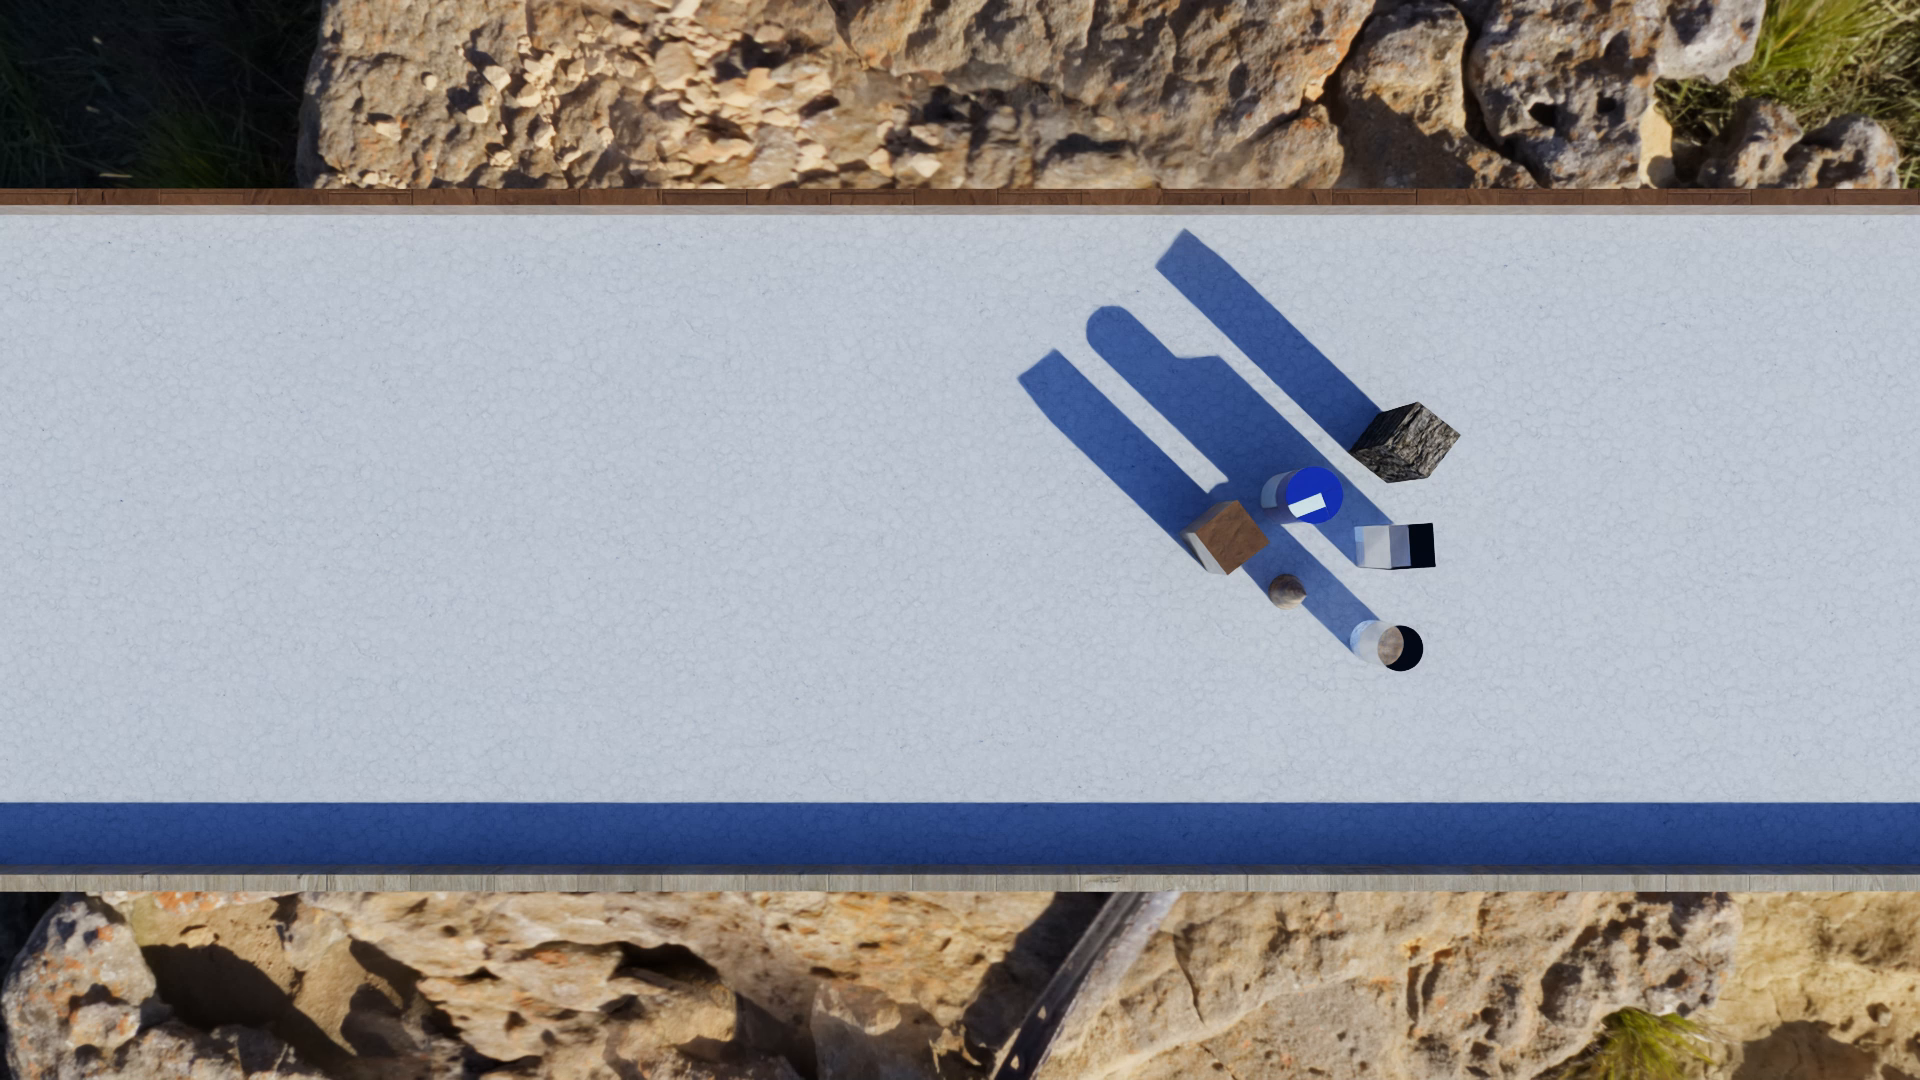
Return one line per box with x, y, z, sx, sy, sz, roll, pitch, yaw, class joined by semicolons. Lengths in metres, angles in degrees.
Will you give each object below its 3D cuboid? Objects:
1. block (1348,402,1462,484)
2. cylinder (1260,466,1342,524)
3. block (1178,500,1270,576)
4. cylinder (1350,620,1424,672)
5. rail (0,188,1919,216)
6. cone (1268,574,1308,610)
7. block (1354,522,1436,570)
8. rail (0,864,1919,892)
1.301;-0.282;4.855;0.154;0.443;0.154;38;90;0;block
1.006;-0.127;4.877;0.162;0.399;0.162;0;90;0;cylinder
0.778;-0.007;4.892;0.154;0.369;0.154;-38;90;0;block
1.267;0.312;4.912;0.134;0.330;0.134;0;90;0;cylinder
-2.247;-1.025;5.002;12.000;0.150;0.050;0;90;0;rail
1.005;0.160;4.924;0.111;0.305;0.111;0;90;0;cone
1.281;0.018;4.875;0.126;0.403;0.126;-4;90;0;block
-2.247;1.025;5.001;12.000;0.150;0.050;0;90;0;rail
